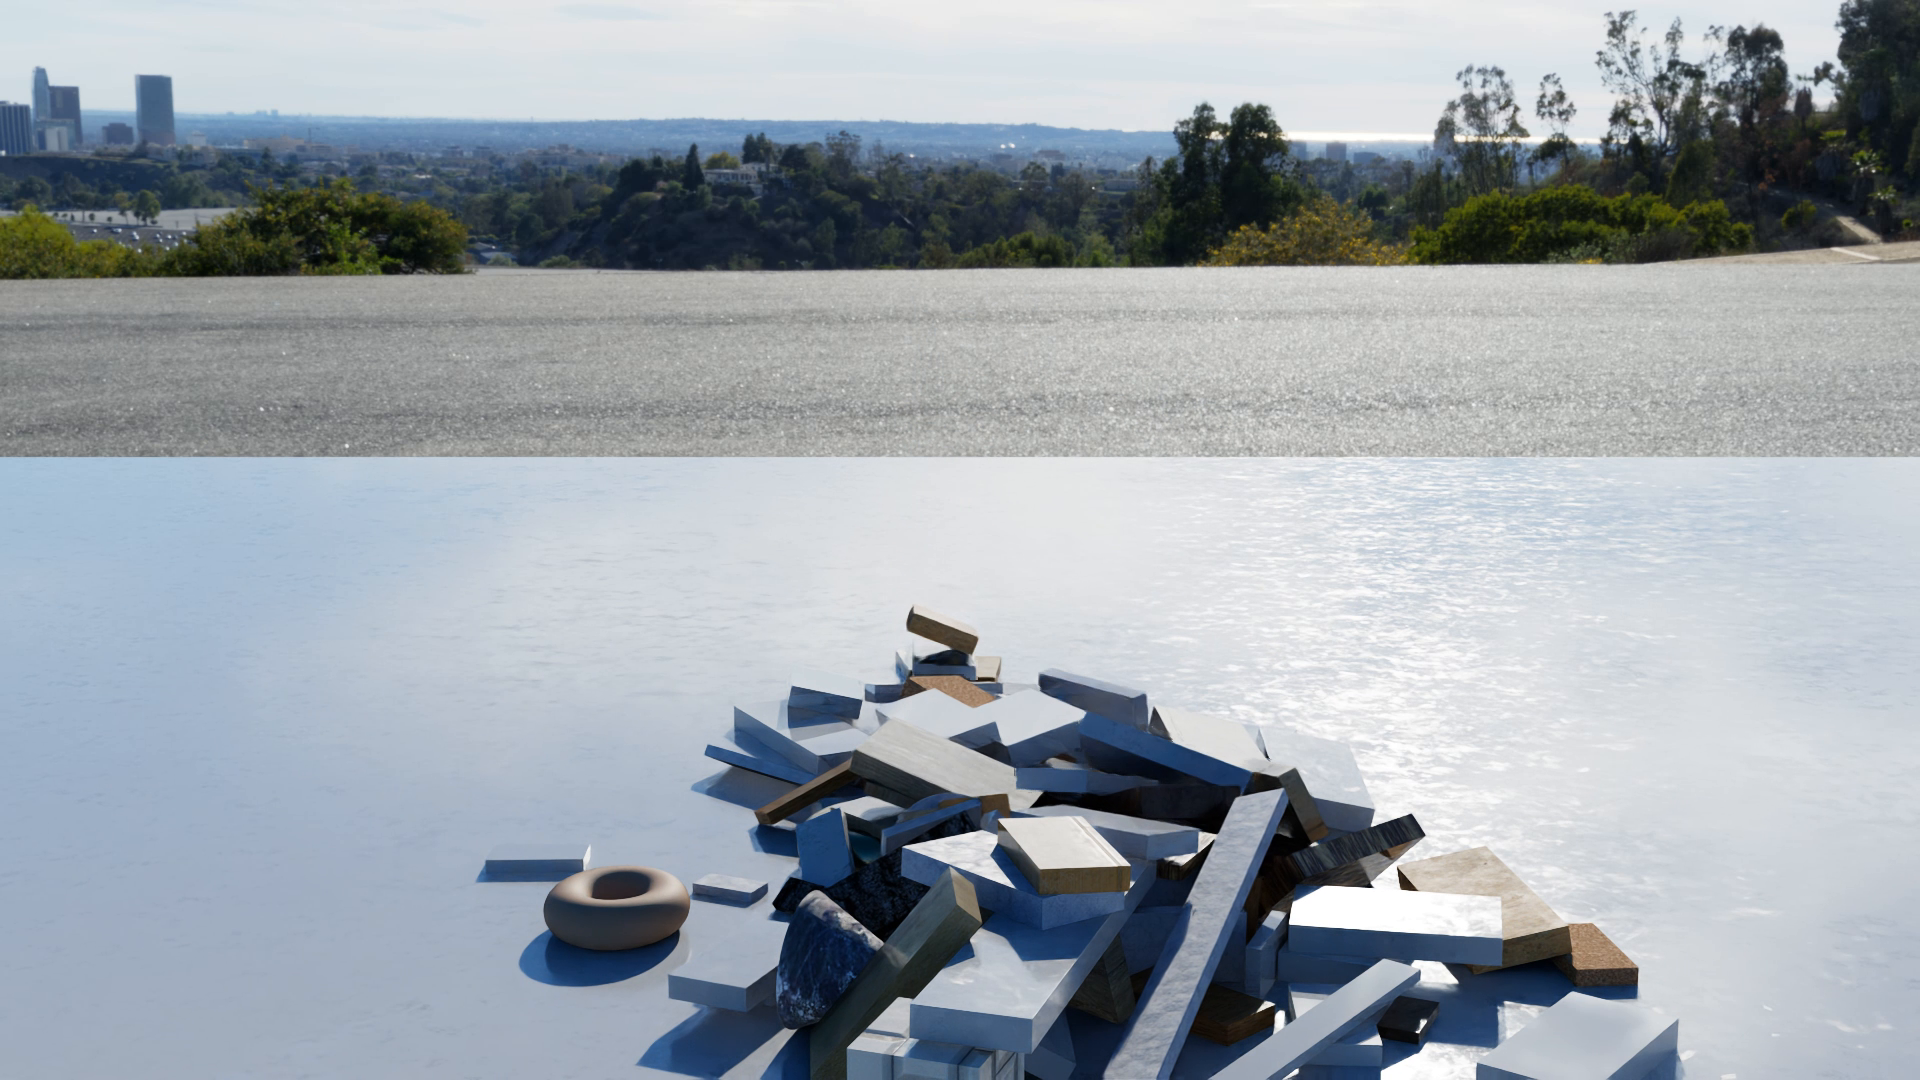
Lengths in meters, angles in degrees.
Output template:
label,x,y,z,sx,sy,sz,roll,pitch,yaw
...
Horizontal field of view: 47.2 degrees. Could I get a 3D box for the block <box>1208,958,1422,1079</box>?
label,x,y,z,sx,sy,sz,roll,pitch,yaw
block,0.416,0.693,2.929,0.061,0.017,0.692,9,18,40

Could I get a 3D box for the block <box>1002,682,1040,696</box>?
label,x,y,z,sx,sy,sz,roll,pitch,yaw
block,0.175,0.350,4.884,0.203,0.029,0.102,4,11,19

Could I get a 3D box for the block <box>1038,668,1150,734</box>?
label,x,y,z,sx,sy,sz,roll,pitch,yaw
block,0.275,0.359,4.525,0.039,0.138,0.276,-16,19,-39

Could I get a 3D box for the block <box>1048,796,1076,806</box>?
label,x,y,z,sx,sy,sz,roll,pitch,yaw
block,0.222,0.482,4.059,0.138,0.039,0.276,11,8,-14

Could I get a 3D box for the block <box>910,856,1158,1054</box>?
label,x,y,z,sx,sy,sz,roll,pitch,yaw
block,0.118,0.536,2.984,0.152,0.043,0.753,4,8,16

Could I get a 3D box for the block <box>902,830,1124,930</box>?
label,x,y,z,sx,sy,sz,roll,pitch,yaw
block,0.071,0.475,3.095,0.152,0.043,0.304,-5,10,-39

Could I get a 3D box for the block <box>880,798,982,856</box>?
label,x,y,z,sx,sy,sz,roll,pitch,yaw
block,-0.044,0.447,3.401,0.164,0.056,0.016,-17,47,-21

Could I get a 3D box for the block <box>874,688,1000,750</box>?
label,x,y,z,sx,sy,sz,roll,pitch,yaw
block,-0.046,0.343,4.107,0.126,0.036,0.406,-18,9,-14

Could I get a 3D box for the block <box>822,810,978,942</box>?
label,x,y,z,sx,sy,sz,roll,pitch,yaw
block,-0.073,0.522,3.341,0.254,0.036,0.126,-29,40,-8

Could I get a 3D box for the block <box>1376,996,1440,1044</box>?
label,x,y,z,sx,sy,sz,roll,pitch,yaw
block,0.637,0.682,3.127,0.061,0.017,0.121,5,12,25

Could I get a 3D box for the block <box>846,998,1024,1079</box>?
label,x,y,z,sx,sy,sz,roll,pitch,yaw
block,-0.028,0.683,2.703,0.169,0.169,0.169,4,11,20

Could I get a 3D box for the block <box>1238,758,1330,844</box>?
label,x,y,z,sx,sy,sz,roll,pitch,yaw
block,0.550,0.445,3.770,0.036,0.126,0.252,-27,2,-9

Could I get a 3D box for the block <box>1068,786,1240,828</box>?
label,x,y,z,sx,sy,sz,roll,pitch,yaw
block,0.311,0.459,3.707,0.178,0.050,0.356,2,-13,-21

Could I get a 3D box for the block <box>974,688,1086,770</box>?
label,x,y,z,sx,sy,sz,roll,pitch,yaw
block,0.115,0.348,4.067,0.169,0.048,0.338,-19,10,-15

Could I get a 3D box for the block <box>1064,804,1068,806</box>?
label,x,y,z,sx,sy,sz,roll,pitch,yaw
block,0.177,0.477,3.538,0.132,0.037,0.264,-6,7,-25

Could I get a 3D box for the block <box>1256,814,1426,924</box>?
label,x,y,z,sx,sy,sz,roll,pitch,yaw
block,0.606,0.535,3.579,0.311,0.155,0.044,-9,59,-41

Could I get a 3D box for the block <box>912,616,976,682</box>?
label,x,y,z,sx,sy,sz,roll,pitch,yaw
block,-0.043,0.253,5.199,0.138,0.039,0.626,2,8,-2

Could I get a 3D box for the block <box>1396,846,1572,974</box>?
label,x,y,z,sx,sy,sz,roll,pitch,yaw
block,0.828,0.584,3.502,0.155,0.044,0.380,-12,11,-3

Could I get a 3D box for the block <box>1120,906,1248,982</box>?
label,x,y,z,sx,sy,sz,roll,pitch,yaw
block,0.319,0.605,3.293,0.216,0.108,0.031,0,11,-1

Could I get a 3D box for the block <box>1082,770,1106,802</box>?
label,x,y,z,sx,sy,sz,roll,pitch,yaw
block,0.256,0.480,3.913,0.070,0.140,0.020,-2,-24,-15

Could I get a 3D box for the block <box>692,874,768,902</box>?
label,x,y,z,sx,sy,sz,roll,pitch,yaw
block,-0.384,0.581,3.675,0.113,0.016,0.056,5,12,24

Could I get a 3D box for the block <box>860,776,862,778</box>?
label,x,y,z,sx,sy,sz,roll,pitch,yaw
block,-0.154,0.411,4.322,0.163,0.023,0.081,-39,17,-22

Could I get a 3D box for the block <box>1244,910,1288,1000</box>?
label,x,y,z,sx,sy,sz,roll,pitch,yaw
block,0.456,0.620,3.276,0.024,0.084,0.167,4,11,21

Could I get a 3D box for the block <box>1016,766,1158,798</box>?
label,x,y,z,sx,sy,sz,roll,pitch,yaw
block,0.219,0.417,3.742,0.132,0.037,0.264,-1,-9,32

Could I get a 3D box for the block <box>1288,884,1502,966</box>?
label,x,y,z,sx,sy,sz,roll,pitch,yaw
block,0.659,0.581,3.325,0.310,0.044,0.155,2,14,12

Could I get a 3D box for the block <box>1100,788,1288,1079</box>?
label,x,y,z,sx,sy,sz,roll,pitch,yaw
block,0.340,0.574,3.151,0.084,0.024,0.876,-15,15,25

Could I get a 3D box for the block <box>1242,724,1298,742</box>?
label,x,y,z,sx,sy,sz,roll,pitch,yaw
block,0.529,0.445,4.316,0.169,0.048,0.468,4,11,20

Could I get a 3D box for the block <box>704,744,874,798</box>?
label,x,y,z,sx,sy,sz,roll,pitch,yaw
block,-0.308,0.458,4.221,0.472,0.023,0.081,10,-13,43

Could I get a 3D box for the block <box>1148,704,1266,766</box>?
label,x,y,z,sx,sy,sz,roll,pitch,yaw
block,0.469,0.398,4.127,0.178,0.050,0.464,12,7,-3

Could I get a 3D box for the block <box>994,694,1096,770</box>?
label,x,y,z,sx,sy,sz,roll,pitch,yaw
block,0.291,0.402,4.161,0.154,0.044,0.598,8,8,-35

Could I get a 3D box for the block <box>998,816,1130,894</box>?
label,x,y,z,sx,sy,sz,roll,pitch,yaw
block,0.142,0.439,3.078,0.126,0.036,0.253,0,8,-12

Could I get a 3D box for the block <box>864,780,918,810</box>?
label,x,y,z,sx,sy,sz,roll,pitch,yaw
block,-0.071,0.434,3.761,0.168,0.024,0.084,19,24,11

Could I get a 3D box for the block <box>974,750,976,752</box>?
label,x,y,z,sx,sy,sz,roll,pitch,yaw
block,0.041,0.419,4.246,0.140,0.020,0.070,51,8,28

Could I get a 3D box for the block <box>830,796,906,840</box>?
label,x,y,z,sx,sy,sz,roll,pitch,yaw
block,-0.136,0.473,3.730,0.084,0.024,0.167,-11,14,-38

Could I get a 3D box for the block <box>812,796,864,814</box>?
label,x,y,z,sx,sy,sz,roll,pitch,yaw
block,-0.219,0.486,3.996,0.084,0.024,0.168,-2,-11,-10

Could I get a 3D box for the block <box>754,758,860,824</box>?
label,x,y,z,sx,sy,sz,roll,pitch,yaw
block,-0.267,0.460,4.042,0.221,0.024,0.084,-27,6,-22

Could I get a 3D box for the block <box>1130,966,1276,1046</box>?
label,x,y,z,sx,sy,sz,roll,pitch,yaw
block,0.333,0.668,3.166,0.216,0.031,0.108,10,15,44

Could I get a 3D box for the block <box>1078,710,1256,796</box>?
label,x,y,z,sx,sy,sz,roll,pitch,yaw
block,0.361,0.397,3.813,0.309,0.044,0.154,19,-23,21

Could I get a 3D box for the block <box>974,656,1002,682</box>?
label,x,y,z,sx,sy,sz,roll,pitch,yaw
block,0.038,0.307,5.111,0.102,0.029,0.203,1,10,5
